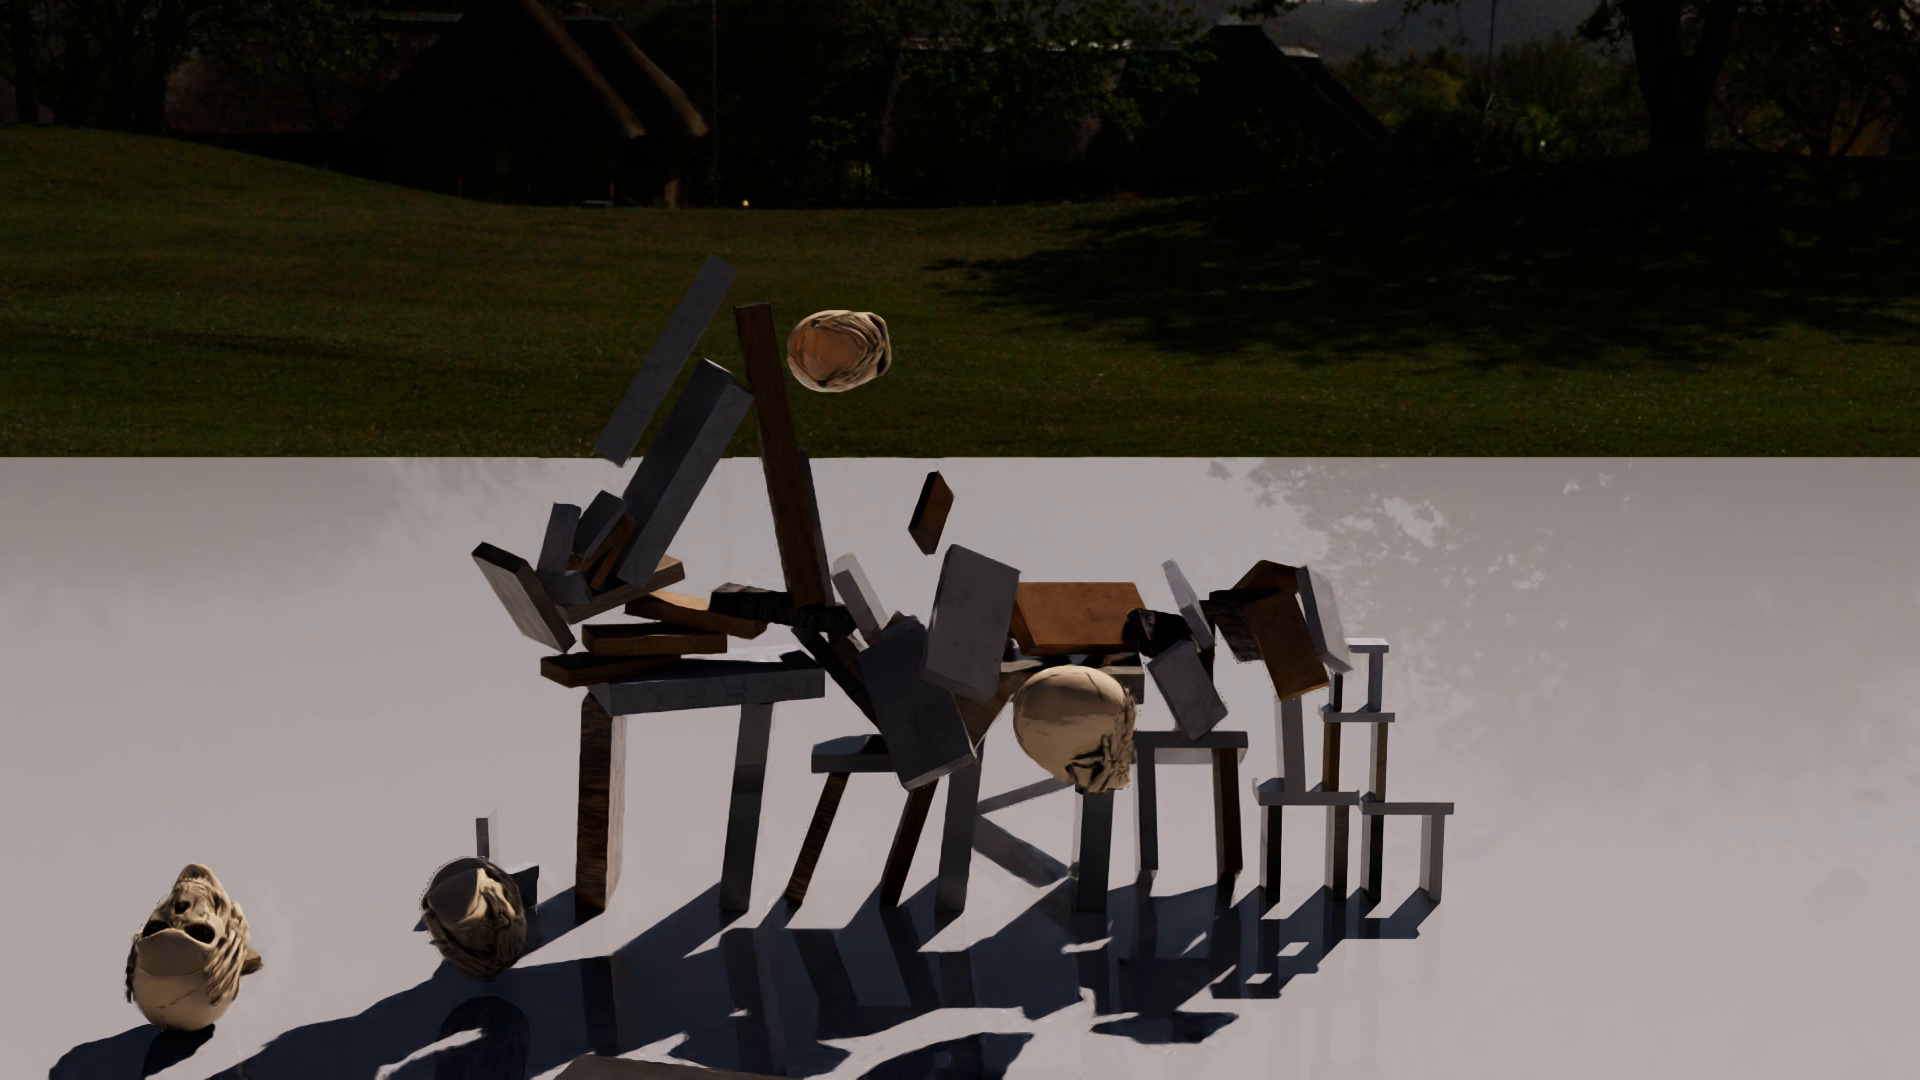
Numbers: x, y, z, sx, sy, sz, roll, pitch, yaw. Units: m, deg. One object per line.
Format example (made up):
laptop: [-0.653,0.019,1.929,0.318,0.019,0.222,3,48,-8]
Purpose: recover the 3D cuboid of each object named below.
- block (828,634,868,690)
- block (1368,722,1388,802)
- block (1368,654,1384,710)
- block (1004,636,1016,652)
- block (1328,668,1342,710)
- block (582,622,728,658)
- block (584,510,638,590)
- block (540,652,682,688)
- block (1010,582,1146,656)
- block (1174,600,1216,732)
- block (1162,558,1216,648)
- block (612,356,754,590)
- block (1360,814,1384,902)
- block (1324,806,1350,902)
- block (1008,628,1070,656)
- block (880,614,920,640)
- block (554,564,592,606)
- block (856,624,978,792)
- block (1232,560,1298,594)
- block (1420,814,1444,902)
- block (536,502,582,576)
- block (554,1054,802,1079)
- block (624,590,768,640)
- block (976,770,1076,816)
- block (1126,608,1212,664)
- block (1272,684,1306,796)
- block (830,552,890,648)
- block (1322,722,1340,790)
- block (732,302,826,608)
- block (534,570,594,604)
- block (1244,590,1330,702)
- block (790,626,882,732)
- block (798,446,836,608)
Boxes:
block: [-0.129,0.240,3.599,0.032,0.229,0.114,-40,11,1]
block: [0.689,0.357,3.621,0.016,0.134,0.058,0,11,0]
block: [0.681,0.227,3.605,0.014,0.096,0.048,0,11,0]
block: [0.009,0.174,3.619,0.112,0.032,0.225,3,9,16]
block: [0.617,0.227,3.605,0.014,0.096,0.048,0,11,0]
block: [-0.491,0.159,3.532,0.214,0.030,0.107,-1,10,-20]
block: [-0.558,0.012,3.487,0.018,0.125,0.063,27,10,-33]
block: [-0.553,0.197,3.486,0.197,0.028,0.099,-7,13,-36]
block: [0.197,0.128,3.595,0.297,0.117,0.033,1,-33,-43]
block: [0.407,0.236,3.813,0.033,0.236,0.118,9,-23,-8]
block: [0.381,0.104,3.676,0.022,0.079,0.243,-31,16,8]
block: [-0.457,-0.109,3.505,0.050,0.352,0.176,28,6,-26]
block: [0.684,0.517,3.654,0.021,0.149,0.075,0,11,0]
block: [0.627,0.508,3.658,0.023,0.165,0.082,0,11,0]
block: [0.104,0.145,3.670,0.170,0.024,0.085,17,13,-2]
block: [-0.069,0.184,3.419,0.062,0.123,0.017,-29,-19,4]
block: [-0.625,0.054,3.476,0.018,0.145,0.063,47,-10,-36]
block: [-0.068,0.253,3.348,0.117,0.234,0.033,-25,-30,6]
block: [0.516,0.079,3.687,0.081,0.023,0.163,14,-22,-7]
block: [0.784,0.517,3.654,0.021,0.149,0.075,0,11,0]
block: [-0.612,-0.001,3.357,0.054,0.108,0.015,6,-10,46]
block: [-0.314,0.725,2.866,0.434,0.028,0.099,3,11,15]
block: [-0.427,0.119,3.576,0.214,0.030,0.107,11,7,6]
block: [0.127,0.453,3.957,0.329,0.024,0.085,-23,-9,37]
block: [0.351,0.161,3.668,0.158,0.079,0.022,11,-39,-44]
block: [0.537,0.264,3.610,0.033,0.285,0.118,-4,10,2]
block: [-0.139,0.136,3.554,0.032,0.225,0.112,-26,13,7]
block: [0.611,0.349,3.620,0.016,0.116,0.058,0,11,-1]
block: [-0.291,-0.142,3.531,0.050,0.477,0.176,-11,9,-7]
block: [-0.620,0.073,3.383,0.108,0.054,0.015,-1,38,29]
block: [0.519,0.167,3.496,0.081,0.163,0.023,-18,-21,-3]
block: [-0.186,0.232,3.636,0.032,0.229,0.114,-42,19,-5]
block: [-0.234,-0.020,3.540,0.017,0.258,0.062,-11,10,-7]
